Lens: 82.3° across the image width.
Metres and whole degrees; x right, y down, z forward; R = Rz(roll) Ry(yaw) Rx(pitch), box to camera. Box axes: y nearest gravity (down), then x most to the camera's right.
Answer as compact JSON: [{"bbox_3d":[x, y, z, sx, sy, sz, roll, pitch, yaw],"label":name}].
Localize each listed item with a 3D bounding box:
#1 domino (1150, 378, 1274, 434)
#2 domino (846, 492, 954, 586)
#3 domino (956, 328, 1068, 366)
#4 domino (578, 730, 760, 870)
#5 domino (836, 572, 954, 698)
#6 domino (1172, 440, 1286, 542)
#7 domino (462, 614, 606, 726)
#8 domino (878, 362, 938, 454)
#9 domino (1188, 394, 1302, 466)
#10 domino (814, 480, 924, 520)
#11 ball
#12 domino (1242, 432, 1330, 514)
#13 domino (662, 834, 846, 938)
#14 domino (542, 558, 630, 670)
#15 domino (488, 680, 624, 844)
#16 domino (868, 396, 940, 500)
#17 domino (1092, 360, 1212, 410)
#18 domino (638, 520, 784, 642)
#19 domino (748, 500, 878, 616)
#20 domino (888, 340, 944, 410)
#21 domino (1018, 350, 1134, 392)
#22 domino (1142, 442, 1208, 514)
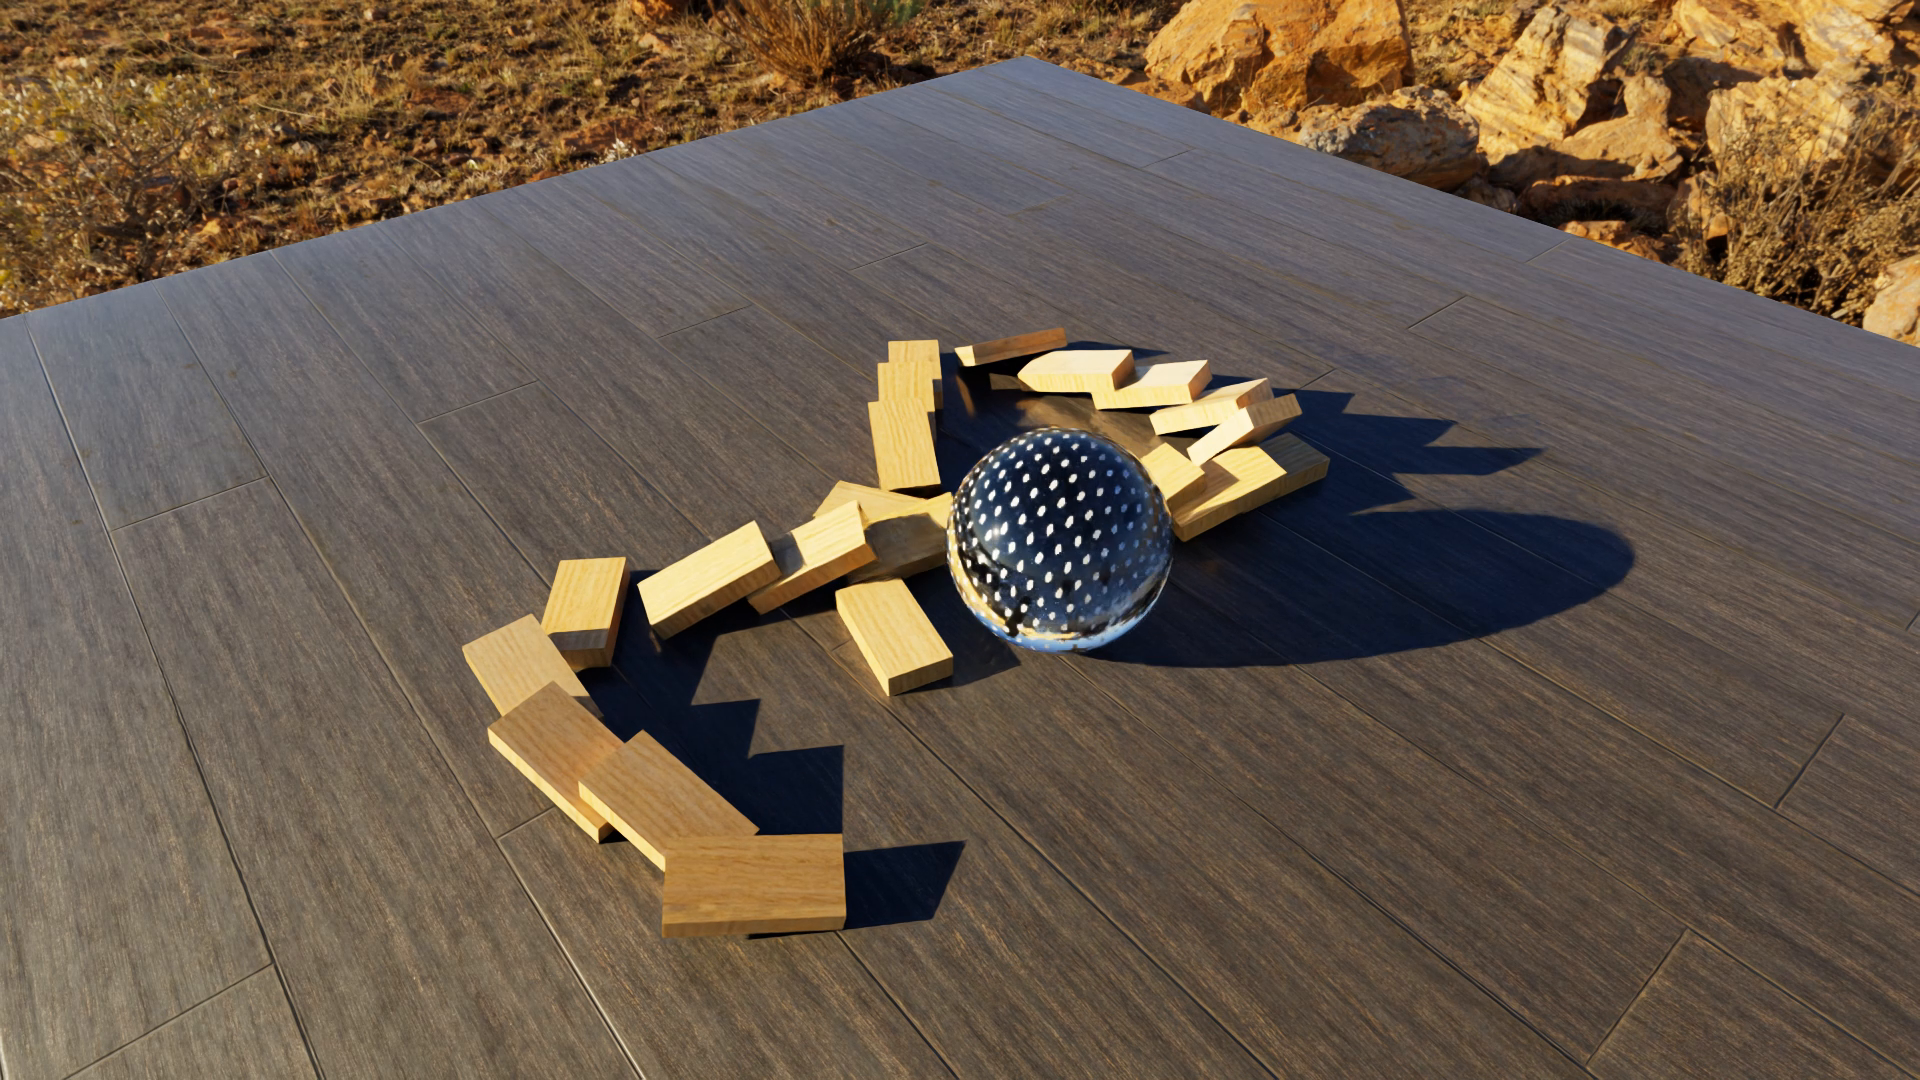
[{"bbox_3d":[0.113,-0.060,0.496,0.025,0.009,0.050,-32,16,-33],"label":"domino"},{"bbox_3d":[-0.022,0.001,0.430,0.050,0.009,0.025,-20,58,-8],"label":"domino"},{"bbox_3d":[0.026,-0.097,0.553,0.050,0.010,0.025,-15,12,-17],"label":"domino"},{"bbox_3d":[-0.088,0.083,0.333,0.050,0.009,0.025,35,49,16],"label":"domino"},{"bbox_3d":[-0.025,0.034,0.402,0.025,0.009,0.050,-17,42,-20],"label":"domino"},{"bbox_3d":[0.107,-0.021,0.458,0.050,0.010,0.025,-27,47,-7],"label":"domino"},{"bbox_3d":[-0.144,0.050,0.373,0.025,0.010,0.050,-29,62,-31],"label":"domino"},{"bbox_3d":[-0.025,-0.061,0.509,0.025,0.009,0.050,-3,54,-3],"label":"domino"},{"bbox_3d":[0.121,-0.046,0.471,0.025,0.050,0.010,-17,80,-20],"label":"domino"},{"bbox_3d":[-0.032,-0.009,0.454,0.050,0.010,0.025,13,41,15],"label":"domino"},{"bbox_3d":[0.035,0.000,0.388,0.080,0.080,0.080,0,39,0],"label":"ball"},{"bbox_3d":[0.134,-0.030,0.480,0.050,0.010,0.025,-22,44,-25],"label":"domino"},{"bbox_3d":[-0.059,0.098,0.314,0.050,0.010,0.025,2,48,-13],"label":"domino"},{"bbox_3d":[-0.140,0.027,0.411,0.025,0.009,0.050,-3,39,-4],"label":"domino"},{"bbox_3d":[-0.122,0.069,0.348,0.050,0.010,0.025,36,50,16],"label":"domino"},{"bbox_3d":[-0.025,-0.040,0.481,0.025,0.009,0.050,-7,55,-6],"label":"domino"},{"bbox_3d":[0.090,-0.073,0.518,0.050,0.010,0.025,1,33,38],"label":"domino"},{"bbox_3d":[-0.094,0.015,0.413,0.050,0.009,0.025,-29,45,-6],"label":"domino"},{"bbox_3d":[-0.058,0.006,0.418,0.050,0.010,0.025,-26,44,8],"label":"domino"},{"bbox_3d":[-0.022,-0.082,0.543,0.025,0.010,0.050,-2,39,-3],"label":"domino"},{"bbox_3d":[0.056,-0.082,0.533,0.050,0.010,0.025,5,37,33],"label":"domino"},{"bbox_3d":[0.074,-0.017,0.452,0.050,0.010,0.025,-34,48,-10],"label":"domino"}]
